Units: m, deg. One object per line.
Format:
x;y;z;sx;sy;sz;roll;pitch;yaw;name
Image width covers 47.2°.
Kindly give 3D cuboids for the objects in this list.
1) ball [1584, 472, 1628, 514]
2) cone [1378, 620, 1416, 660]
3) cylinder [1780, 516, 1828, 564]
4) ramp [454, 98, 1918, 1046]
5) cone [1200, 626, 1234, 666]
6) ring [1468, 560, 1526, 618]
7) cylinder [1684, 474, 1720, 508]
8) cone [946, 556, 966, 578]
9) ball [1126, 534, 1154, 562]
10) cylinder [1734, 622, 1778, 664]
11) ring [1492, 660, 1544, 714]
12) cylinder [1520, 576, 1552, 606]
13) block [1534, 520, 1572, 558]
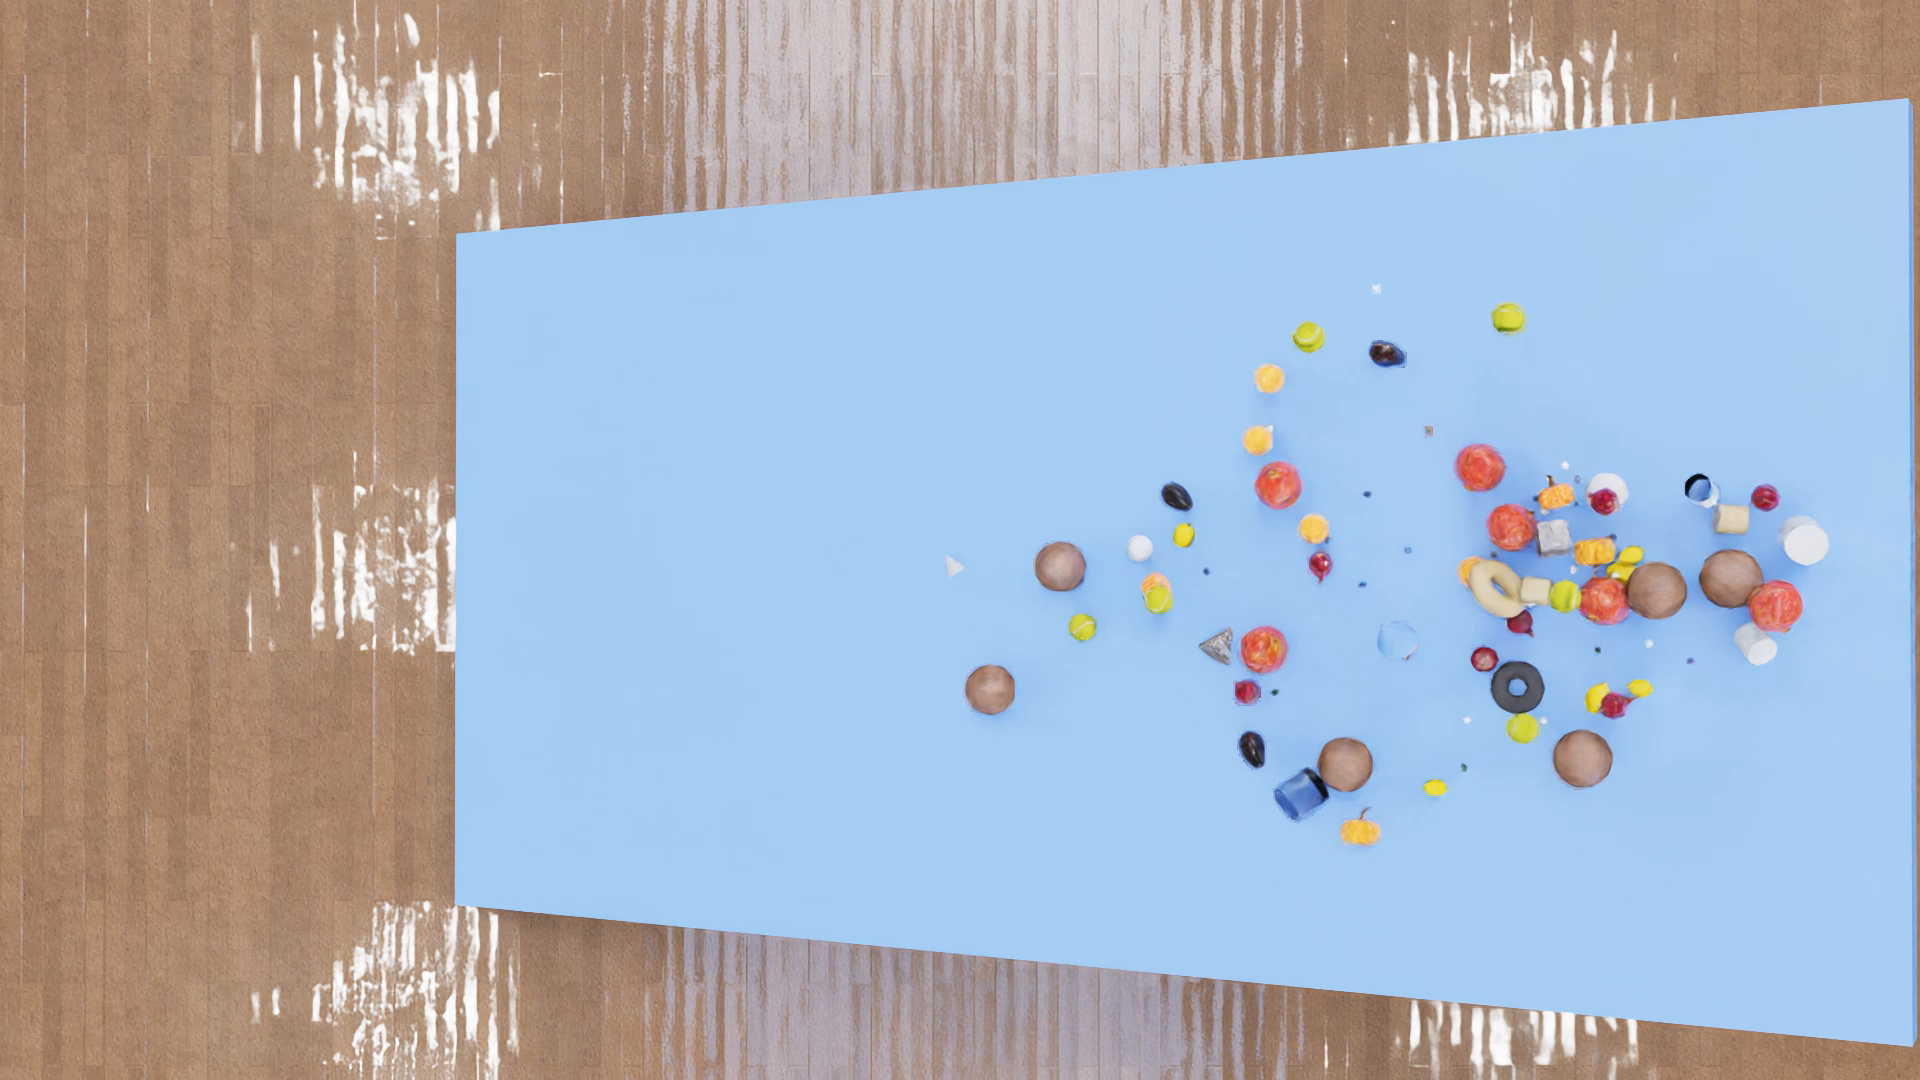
1.439;-0.104;4.896;0.093;0.093;0.093;0;89;0;ball
0.988;0.212;5.058;0.096;0.096;0.096;-15;59;26;cone
1.788;0.000;4.660;0.087;0.087;0.087;3;105;12;cylinder
0.274;0.076;5.642;4.000;0.100;2.000;0;89;29;ramp
0.643;0.244;5.359;0.088;0.088;0.088;34;77;0;cone
1.216;0.110;4.973;0.148;0.049;0.148;16;50;-20;ring
1.614;-0.107;4.784;0.060;0.060;0.060;-12;68;32;cylinder
-0.021;0.062;5.706;0.055;0.055;0.055;-31;92;0;cone
0.446;0.020;5.453;0.068;0.068;0.068;0;89;0;ball
1.709;0.222;4.727;0.066;0.066;0.066;-6;123;-9;cylinder
1.271;0.336;5.014;0.122;0.041;0.122;-1;88;30;ring
1.289;0.114;4.917;0.060;0.060;0.060;8;89;19;cylinder
1.318;-0.003;4.891;0.066;0.066;0.066;-8;75;8;block
